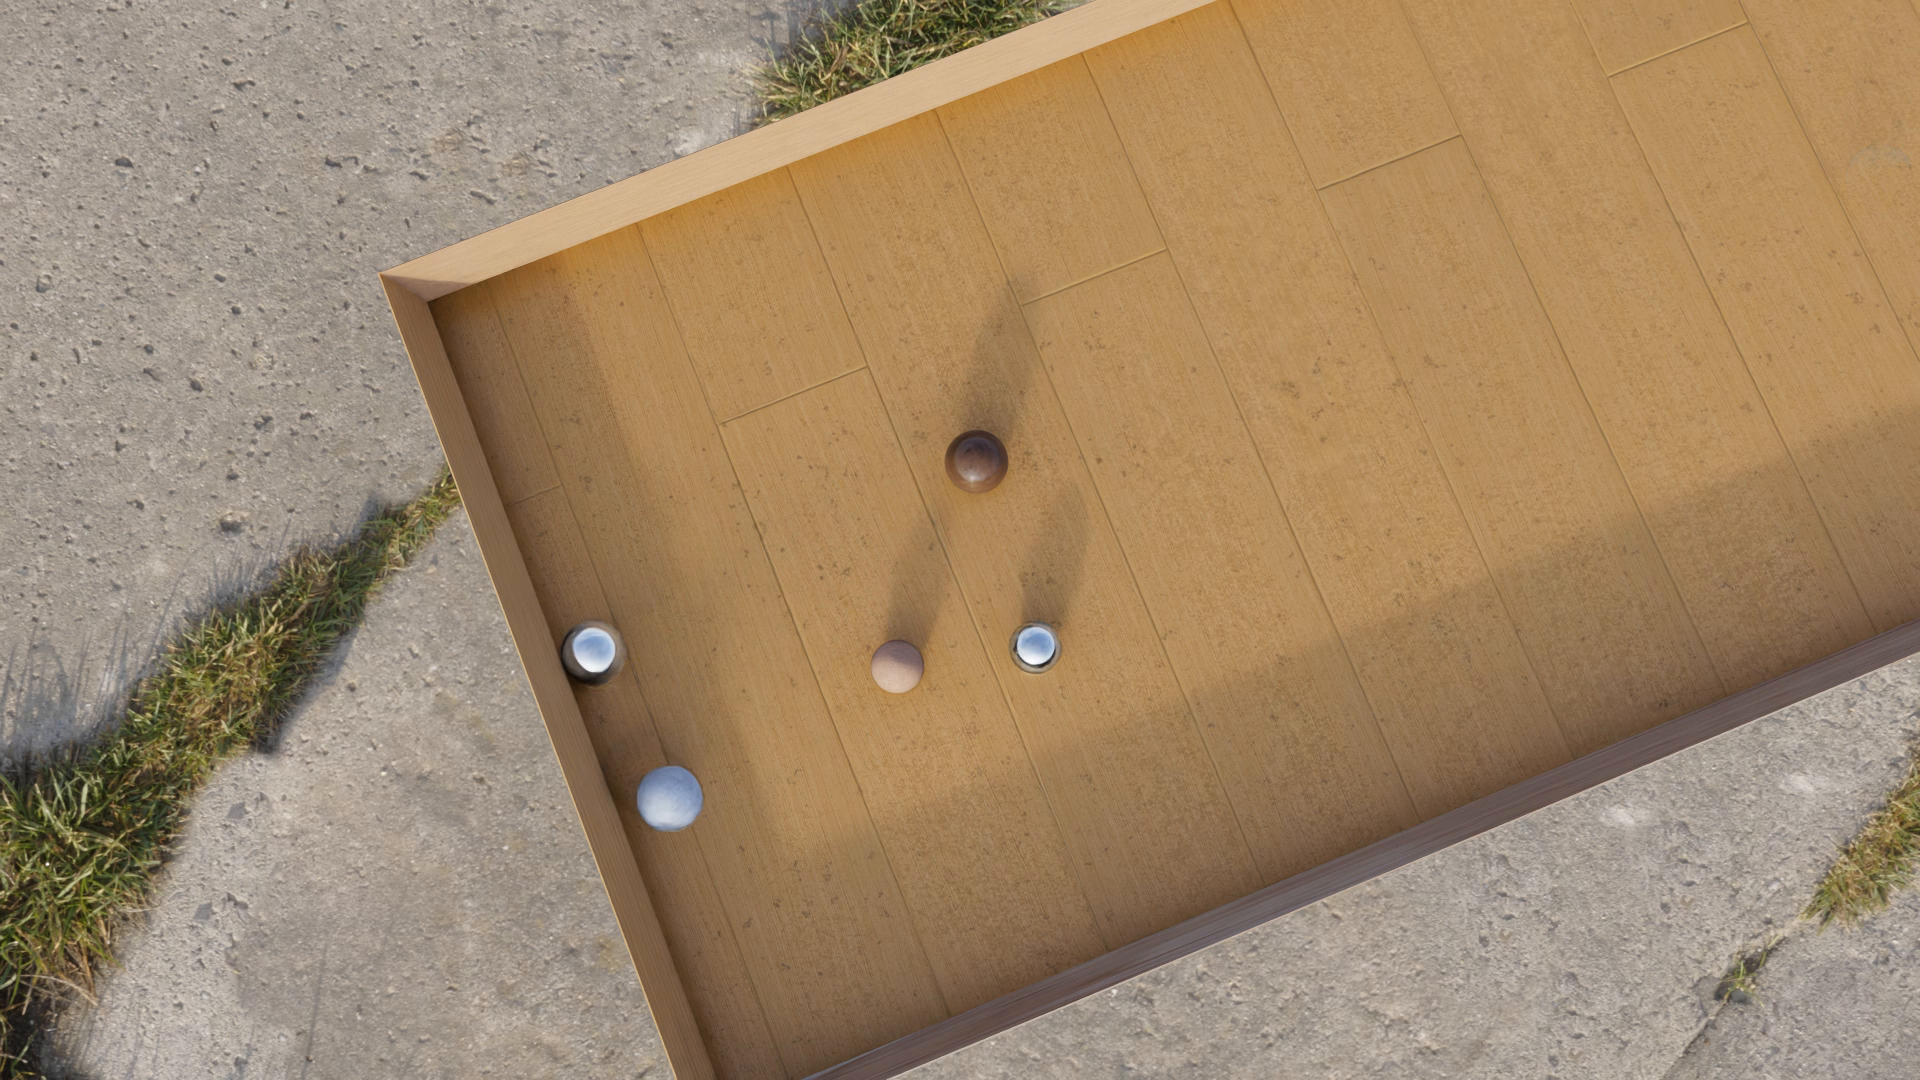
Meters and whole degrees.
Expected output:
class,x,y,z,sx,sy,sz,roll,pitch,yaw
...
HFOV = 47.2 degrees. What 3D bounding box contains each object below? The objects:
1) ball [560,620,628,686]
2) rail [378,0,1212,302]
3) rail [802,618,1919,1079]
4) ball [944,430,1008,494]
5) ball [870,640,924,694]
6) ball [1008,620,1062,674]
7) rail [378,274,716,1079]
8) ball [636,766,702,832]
class,x,y,z,sx,sy,sz,roll,pitch,yaw
ball,-0.540,0.167,3.246,0.097,0.097,0.097,0,79,0
rail,0.362,-0.850,3.422,2.634,0.126,0.045,-22,80,-4
rail,0.859,0.358,3.194,2.634,0.126,0.045,-22,80,-4
ball,0.025,-0.117,3.300,0.096,0.096,0.096,0,79,0
ball,-0.093,0.187,3.251,0.080,0.080,0.080,0,79,0
ball,0.112,0.159,3.256,0.080,0.080,0.080,0,79,0
rail,-0.589,0.230,3.218,0.045,0.126,1.373,-22,80,-4
ball,-0.424,0.376,3.207,0.096,0.096,0.096,0,79,0
